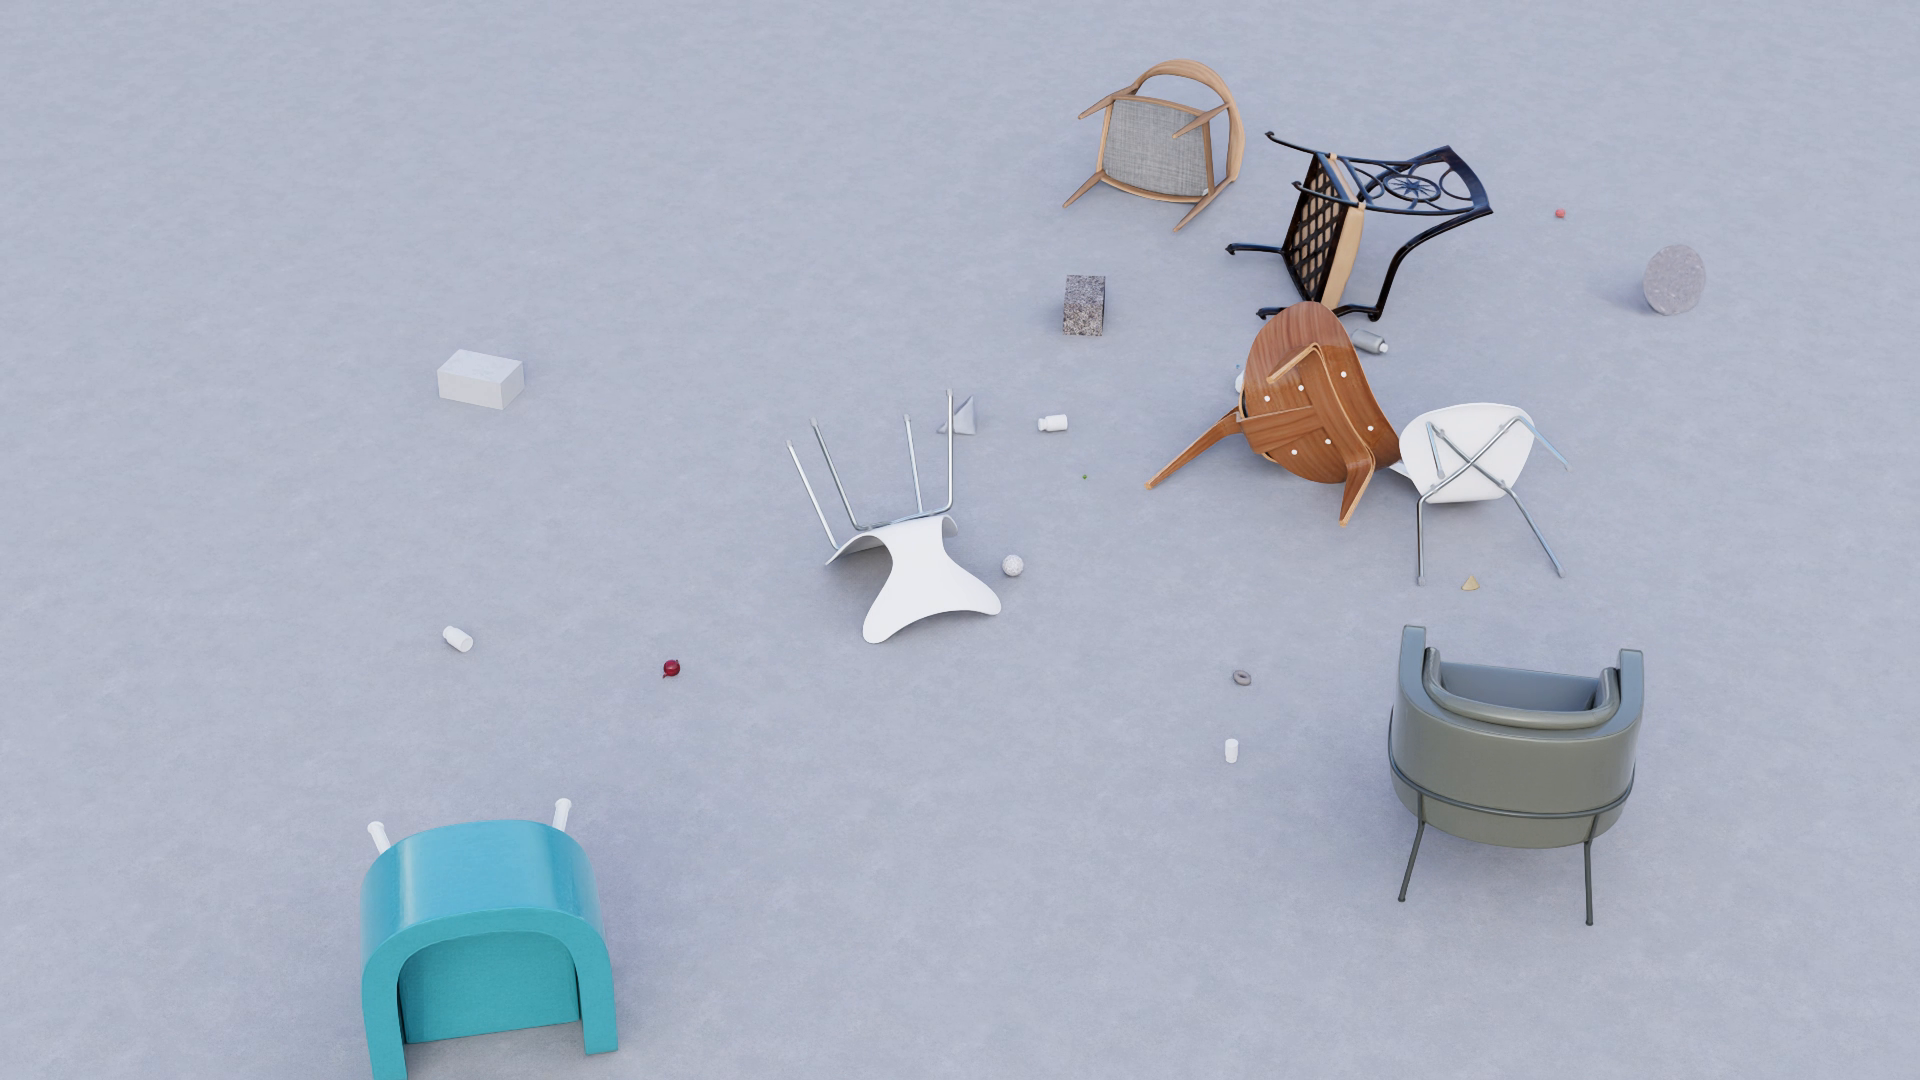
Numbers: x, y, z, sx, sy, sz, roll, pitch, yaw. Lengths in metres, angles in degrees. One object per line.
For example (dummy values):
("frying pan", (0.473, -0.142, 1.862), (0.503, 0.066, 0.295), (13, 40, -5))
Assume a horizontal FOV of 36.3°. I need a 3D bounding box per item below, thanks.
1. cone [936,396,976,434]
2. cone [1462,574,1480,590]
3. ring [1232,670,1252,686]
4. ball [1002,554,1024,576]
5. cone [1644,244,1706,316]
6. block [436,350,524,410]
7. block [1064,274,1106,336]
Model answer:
("cone", (0.020, -0.460, 11.574), (0.117, 0.193, 0.208), (45, 70, -7))
("cone", (1.860, 0.147, 10.667), (0.074, 0.060, 0.042), (-10, 35, -14))
("ring", (0.981, 0.479, 10.194), (0.055, 0.027, 0.078), (-18, 37, -28))
("ball", (0.194, 0.093, 10.731), (0.080, 0.080, 0.080), (0, 33, 0))
("cone", (2.995, -1.096, 12.497), (0.273, 0.314, 0.219), (37, -9, -10))
("block", (-1.930, -0.647, 11.814), (0.286, 0.123, 0.187), (12, 35, 17))
("block", (0.522, -0.985, 12.307), (0.162, 0.146, 0.255), (3, 33, 4))
